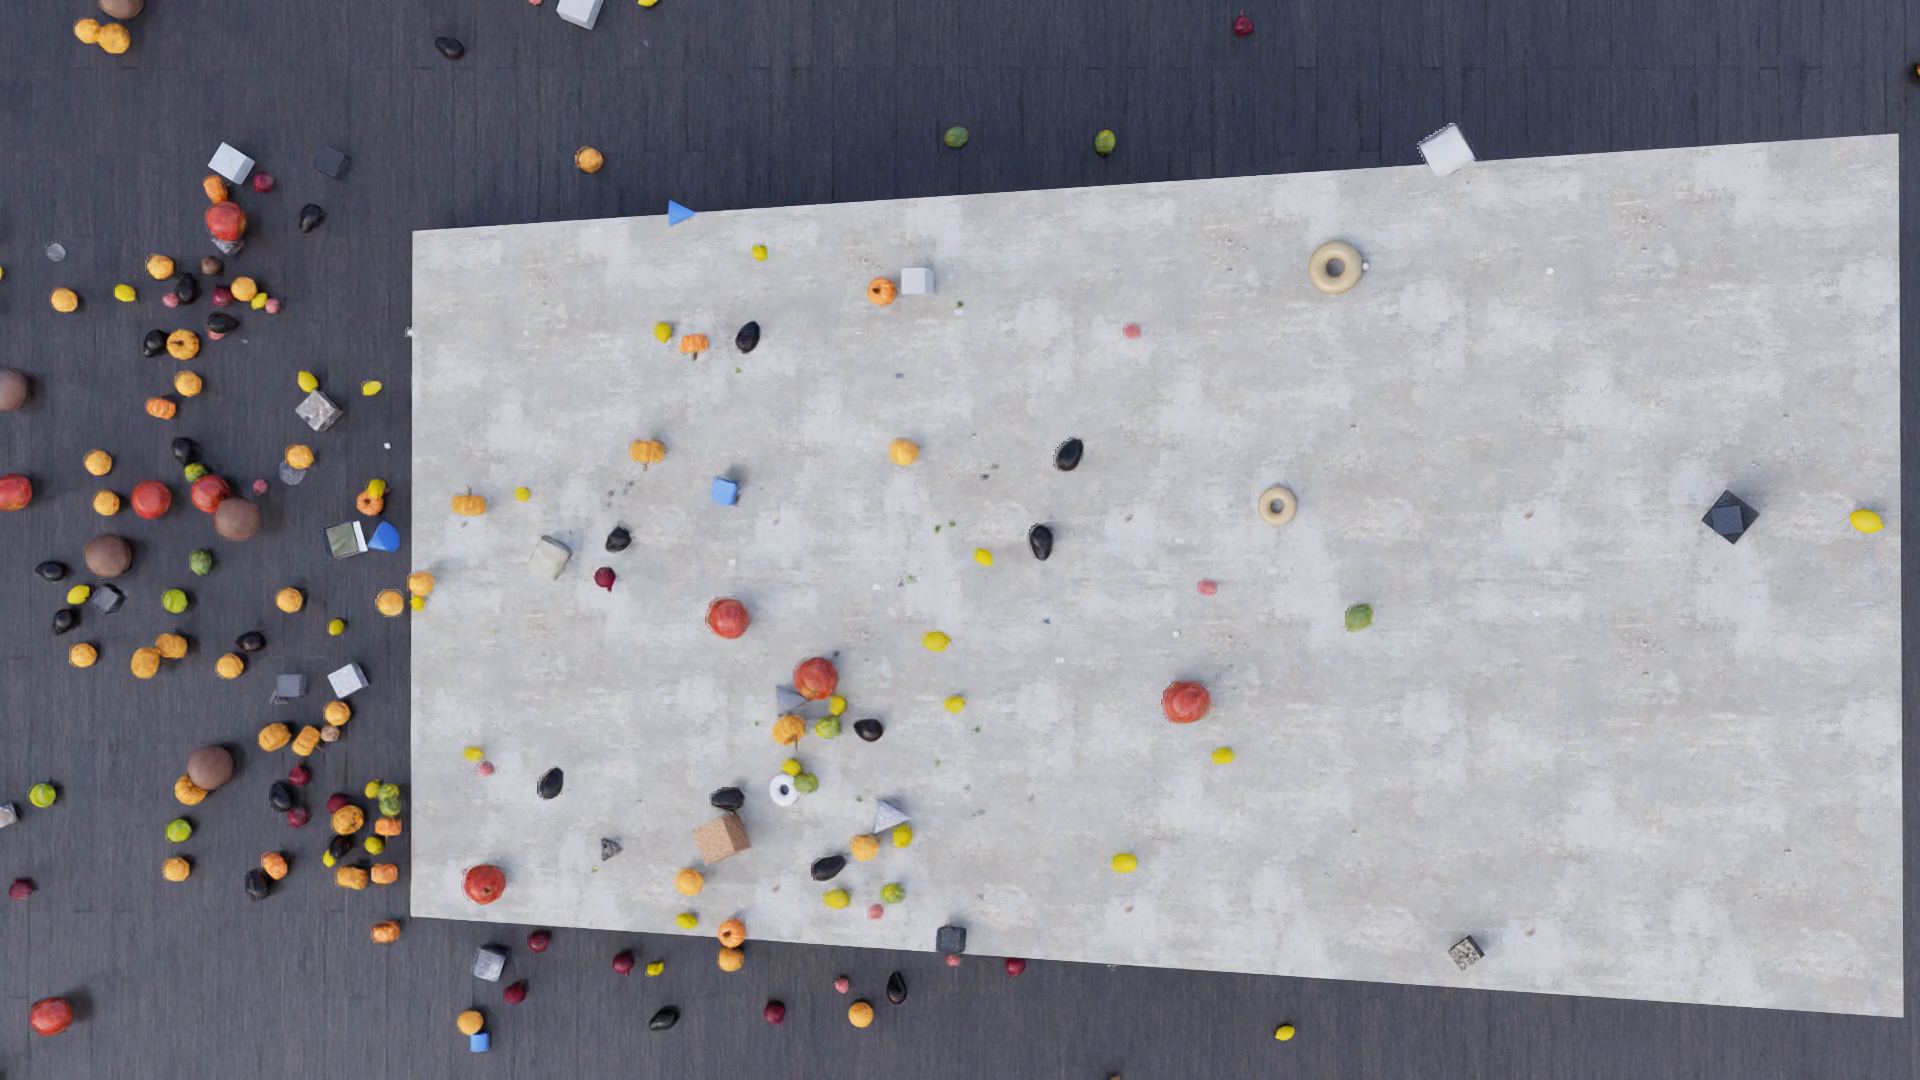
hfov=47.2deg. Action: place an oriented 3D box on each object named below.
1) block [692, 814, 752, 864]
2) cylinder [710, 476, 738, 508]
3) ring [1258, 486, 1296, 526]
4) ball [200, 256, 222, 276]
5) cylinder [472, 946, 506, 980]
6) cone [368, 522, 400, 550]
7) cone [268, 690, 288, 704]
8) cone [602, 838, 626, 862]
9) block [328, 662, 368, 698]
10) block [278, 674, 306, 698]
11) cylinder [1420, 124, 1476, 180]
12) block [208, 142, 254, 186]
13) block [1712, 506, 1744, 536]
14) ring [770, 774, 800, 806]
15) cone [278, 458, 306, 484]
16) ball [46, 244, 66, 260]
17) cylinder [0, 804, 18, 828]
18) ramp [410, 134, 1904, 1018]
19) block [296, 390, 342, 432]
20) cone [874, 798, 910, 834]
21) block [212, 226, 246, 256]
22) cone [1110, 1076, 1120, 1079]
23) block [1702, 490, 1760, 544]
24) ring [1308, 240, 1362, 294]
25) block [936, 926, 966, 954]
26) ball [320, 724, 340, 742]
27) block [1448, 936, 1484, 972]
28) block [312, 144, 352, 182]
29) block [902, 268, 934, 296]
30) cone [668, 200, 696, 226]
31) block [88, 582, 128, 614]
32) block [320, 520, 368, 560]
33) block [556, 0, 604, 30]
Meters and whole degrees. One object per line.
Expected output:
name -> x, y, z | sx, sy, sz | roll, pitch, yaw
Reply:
block -> -0.649, 0.814, 5.989 | 0.099, 0.099, 0.099 | -26, 80, 19
cylinder -> -0.645, -0.132, 6.016 | 0.062, 0.062, 0.062 | 25, 109, 0
ring -> 0.791, -0.085, 5.479 | 0.099, 0.033, 0.099 | 0, 91, 22
ball -> -2.213, -0.811, 6.496 | 0.058, 0.058, 0.058 | 0, 89, 0
cylinder -> -1.381, 1.244, 6.460 | 0.078, 0.078, 0.078 | 18, 89, 0
cone -> -1.719, 0.004, 6.494 | 0.090, 0.090, 0.090 | -22, 89, 26
cone -> -2.006, 0.474, 6.497 | 0.051, 0.051, 0.051 | 29, 89, -26
cone -> -0.966, 0.866, 6.149 | 0.065, 0.065, 0.065 | -2, 89, -6
block -> -1.800, 0.414, 6.471 | 0.076, 0.076, 0.076 | -27, 89, 0
block -> -1.969, 0.429, 6.477 | 0.064, 0.064, 0.064 | 0, 89, 0
cylinder -> 1.176, -0.936, 5.304 | 0.097, 0.097, 0.097 | -29, 89, 19
block -> -2.148, -1.110, 6.488 | 0.083, 0.083, 0.083 | 31, 89, 0
block -> 1.745, -0.044, 4.997 | 0.061, 0.061, 0.061 | -9, 86, 21
ring -> -0.475, 0.676, 5.961 | 0.089, 0.030, 0.089 | -1, 88, 22
cone -> -1.979, -0.205, 6.476 | 0.082, 0.082, 0.082 | 0, 89, 0
ball -> -2.672, -0.850, 6.500 | 0.050, 0.050, 0.050 | 0, 89, 0
cylinder -> -2.810, 0.813, 6.478 | 0.053, 0.053, 0.053 | -23, 89, 0
ramp -> 0.282, 0.088, 5.745 | 4.000, 0.100, 2.000 | 0, 89, 21
block -> -1.888, -0.379, 6.477 | 0.084, 0.084, 0.084 | 44, 89, 1
cone -> -0.175, 0.735, 5.837 | 0.096, 0.096, 0.096 | 6, 89, -5
block -> -2.159, -0.881, 6.497 | 0.058, 0.058, 0.058 | 45, 89, 1
cone -> 0.429, 1.610, 6.478 | 0.069, 0.069, 0.069 | 0, 89, 27
block -> 1.776, -0.052, 5.066 | 0.090, 0.090, 0.090 | 40, 103, 17
ring -> 0.927, -0.673, 5.428 | 0.134, 0.045, 0.134 | -1, 88, 23
block -> -0.024, 1.048, 5.765 | 0.060, 0.060, 0.060 | 5, 91, 21
ball -> -1.856, 0.569, 6.478 | 0.054, 0.054, 0.054 | 0, 89, 0
block -> 1.217, 0.994, 5.287 | 0.057, 0.057, 0.057 | -39, 76, 16
block -> -1.854, -1.114, 6.491 | 0.076, 0.076, 0.076 | 26, 89, 0
block -> -0.112, -0.682, 5.818 | 0.066, 0.066, 0.066 | 0, 89, 21
cone -> -0.767, -0.905, 6.091 | 0.078, 0.078, 0.078 | -1, 89, -5
block -> -2.511, 0.172, 6.479 | 0.067, 0.067, 0.067 | 35, 89, 0
block -> -1.812, 0.000, 6.468 | 0.092, 0.092, 0.092 | -16, 89, 0
block -> -1.121, -1.577, 6.487 | 0.095, 0.095, 0.095 | 22, 89, 0
